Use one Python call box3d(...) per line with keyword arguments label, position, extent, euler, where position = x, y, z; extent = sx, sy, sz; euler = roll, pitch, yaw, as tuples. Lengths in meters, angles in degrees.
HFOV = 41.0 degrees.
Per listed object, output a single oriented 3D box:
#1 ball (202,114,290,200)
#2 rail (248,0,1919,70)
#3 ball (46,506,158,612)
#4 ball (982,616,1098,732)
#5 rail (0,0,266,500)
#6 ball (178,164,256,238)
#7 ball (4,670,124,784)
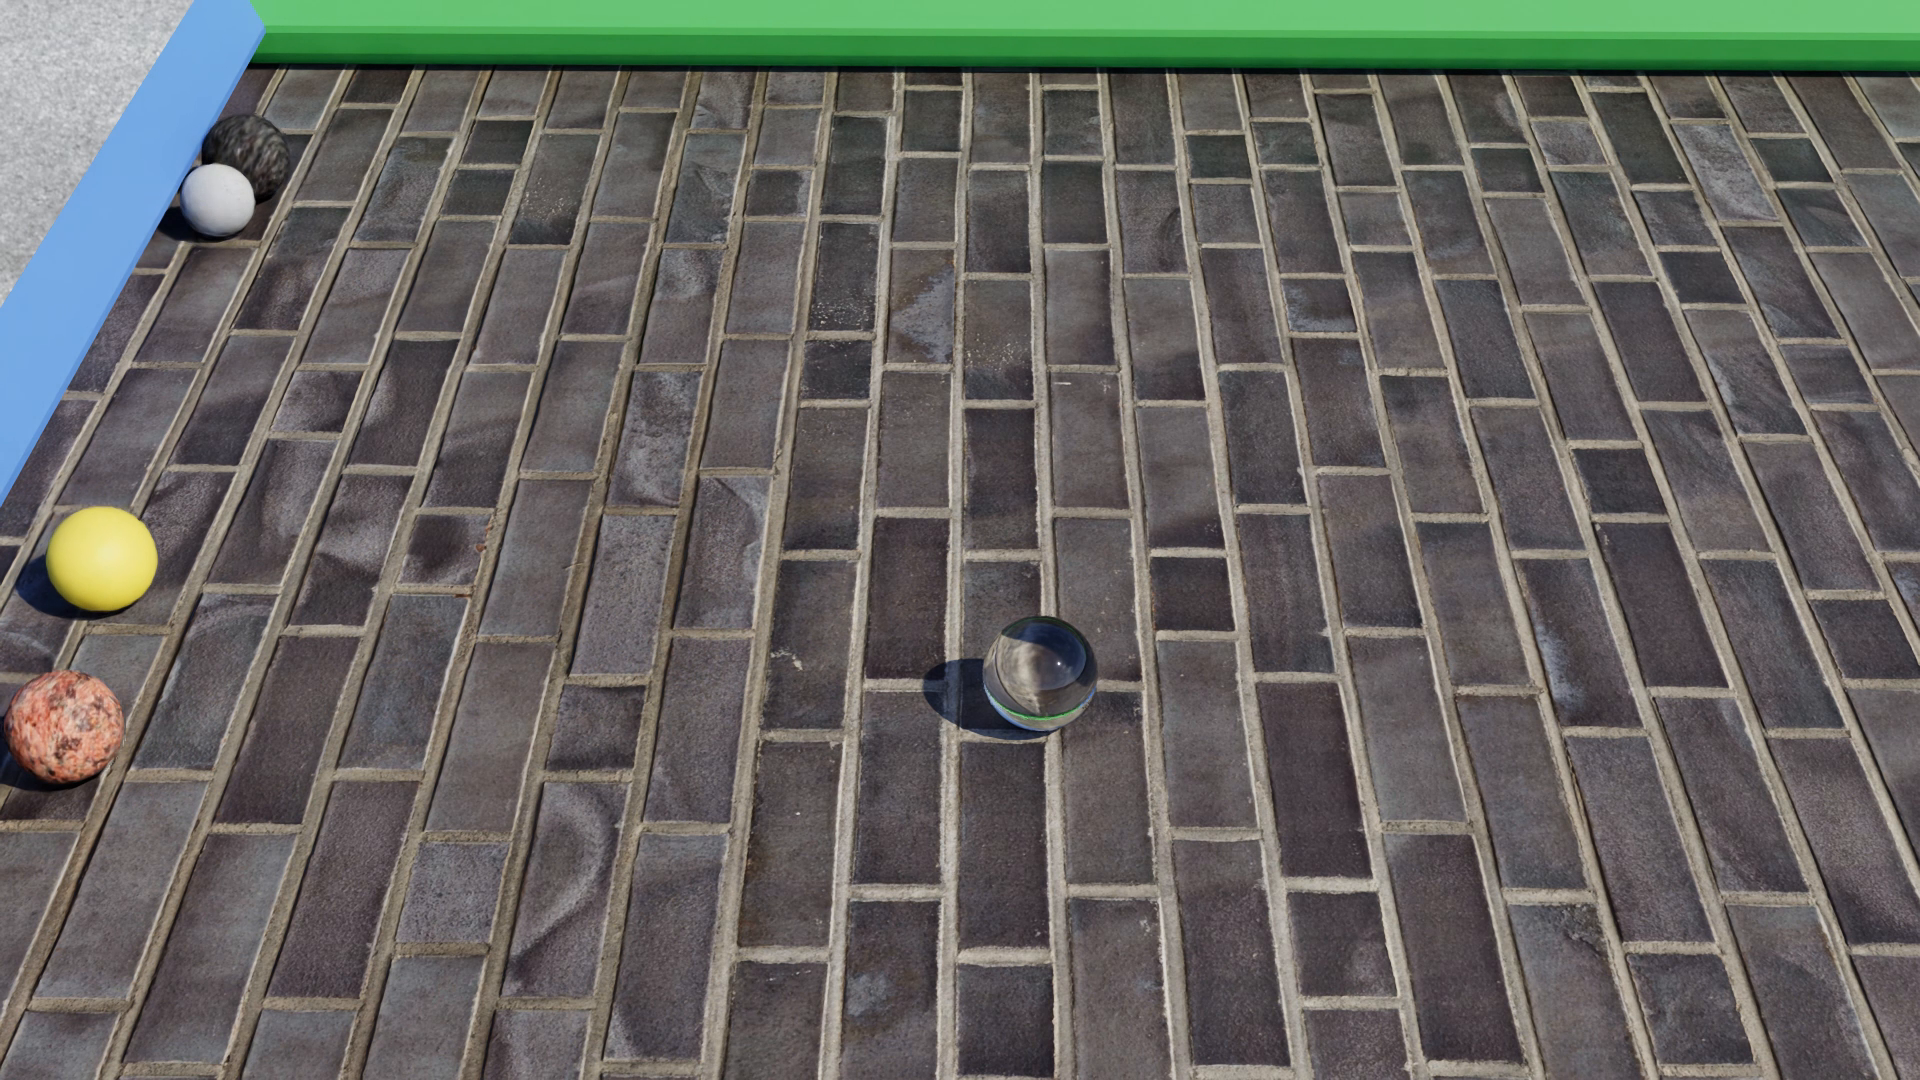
box3d(label="ball", position=(-0.636, -0.341, 2.287), extent=(0.077, 0.077, 0.077), euler=(0, 35, 0))
box3d(label="rail", position=(0.734, -0.496, 2.478), extent=(2.898, 0.109, 0.045), euler=(0, 35, 1))
box3d(label="ball", position=(-0.598, 0.013, 1.789), extent=(0.074, 0.074, 0.074), euler=(0, 35, 0))
box3d(label="ball", position=(0.053, 0.087, 1.682), extent=(0.076, 0.076, 0.076), euler=(0, 35, 0))
box3d(label="rail", position=(-0.701, -0.019, 1.802), extent=(0.045, 0.109, 1.734), euler=(0, 35, 1))
box3d(label="ball", position=(-0.647, -0.296, 2.234), extent=(0.064, 0.064, 0.064), euler=(0, 35, 0))
box3d(label="ball", position=(-0.572, 0.119, 1.640), extent=(0.073, 0.073, 0.073), euler=(0, 35, 0))
